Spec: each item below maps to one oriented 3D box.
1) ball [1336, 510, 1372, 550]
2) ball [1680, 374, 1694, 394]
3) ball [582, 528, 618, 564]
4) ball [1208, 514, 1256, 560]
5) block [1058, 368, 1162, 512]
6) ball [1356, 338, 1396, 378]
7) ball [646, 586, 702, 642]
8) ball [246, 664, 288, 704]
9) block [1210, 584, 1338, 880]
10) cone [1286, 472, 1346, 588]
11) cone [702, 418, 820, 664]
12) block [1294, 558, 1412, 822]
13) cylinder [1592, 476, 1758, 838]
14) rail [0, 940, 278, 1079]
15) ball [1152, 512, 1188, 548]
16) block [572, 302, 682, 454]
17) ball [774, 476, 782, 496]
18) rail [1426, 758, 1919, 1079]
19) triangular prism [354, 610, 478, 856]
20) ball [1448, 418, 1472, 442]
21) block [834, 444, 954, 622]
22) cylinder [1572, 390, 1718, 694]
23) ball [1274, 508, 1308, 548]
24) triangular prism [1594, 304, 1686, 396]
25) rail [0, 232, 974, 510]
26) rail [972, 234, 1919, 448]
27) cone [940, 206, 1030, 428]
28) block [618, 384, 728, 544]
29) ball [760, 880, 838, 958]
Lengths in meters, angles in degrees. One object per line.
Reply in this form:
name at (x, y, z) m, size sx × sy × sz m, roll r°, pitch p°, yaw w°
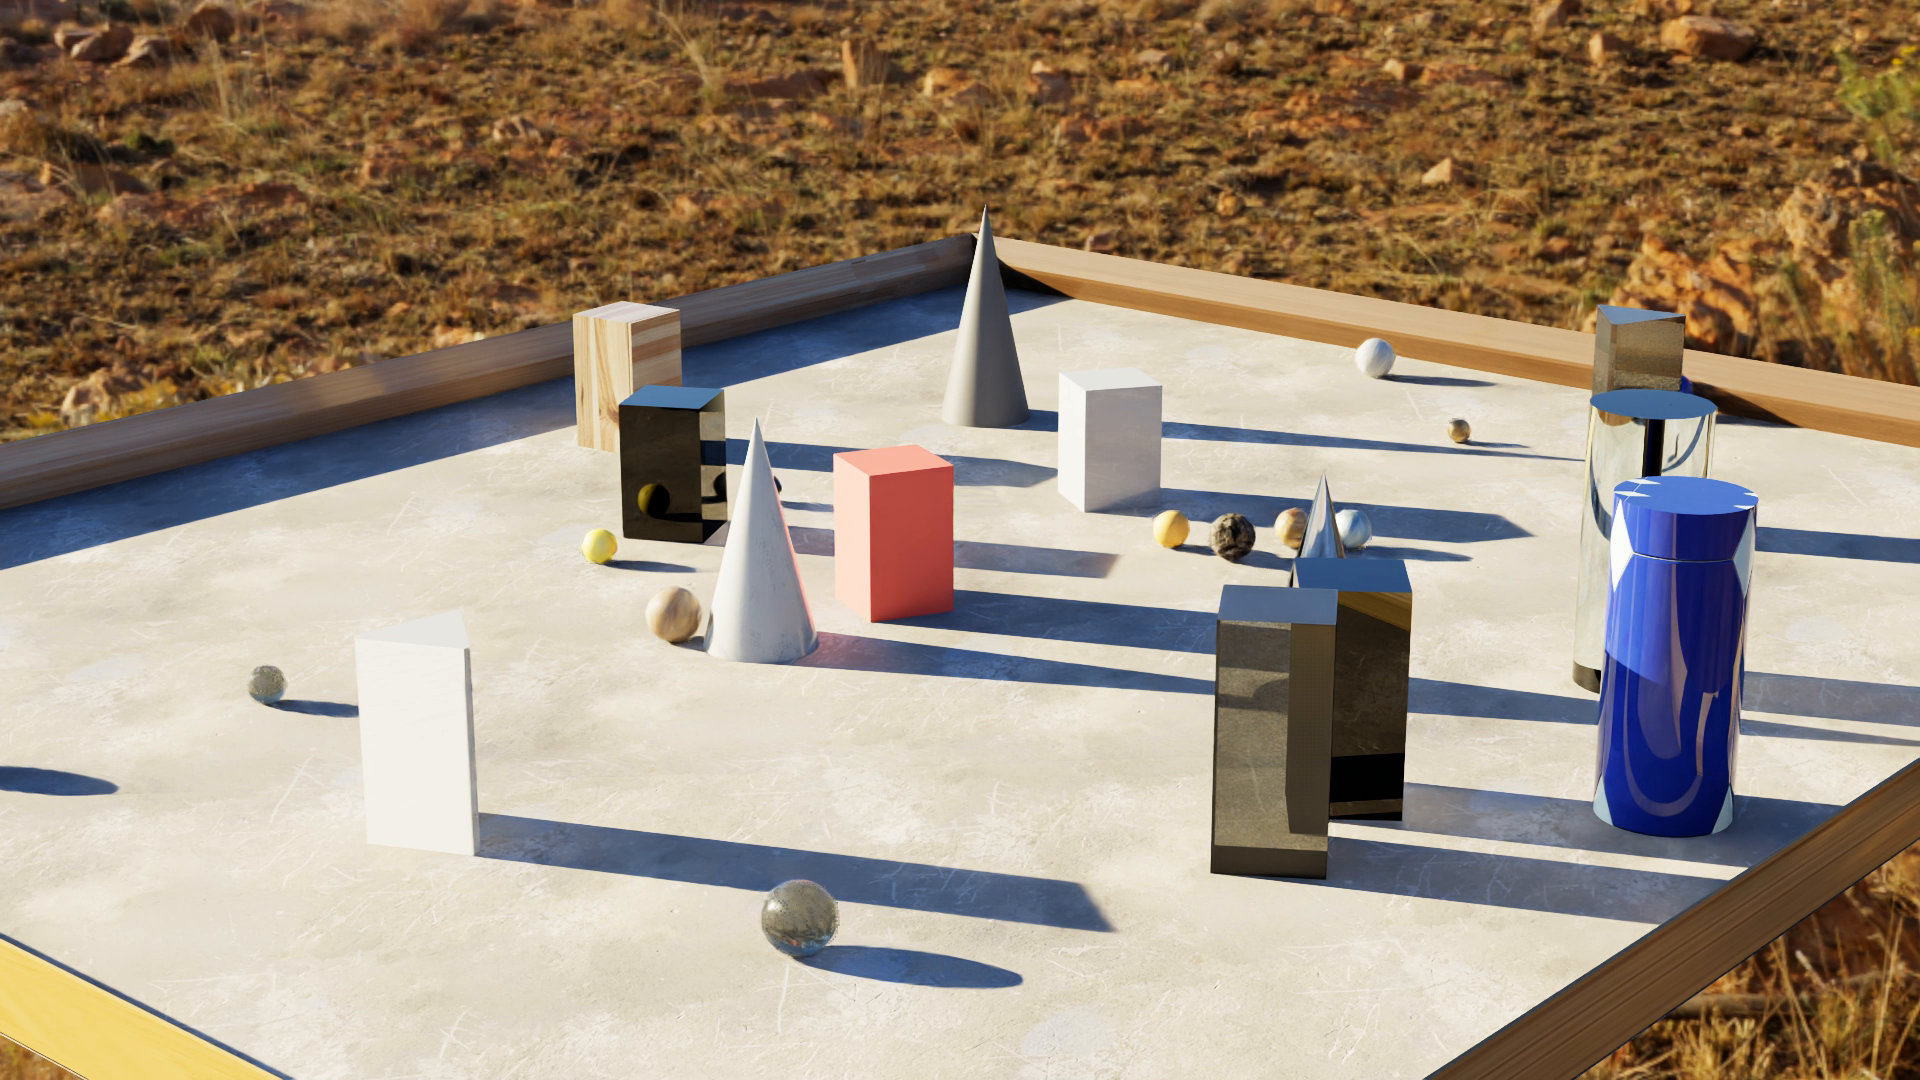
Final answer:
ball at (0.717, -0.019, 5.381) m, size 0.075 × 0.075 × 0.075 m, roll 0°, pitch 17°, yaw 0°
ball at (1.535, -0.316, 6.326) m, size 0.097 × 0.097 × 0.097 m, roll 0°, pitch 17°, yaw 0°
ball at (-0.651, 0.011, 5.303) m, size 0.063 × 0.063 × 0.063 m, roll 0°, pitch 17°, yaw 0°
ball at (0.493, -0.005, 5.319) m, size 0.085 × 0.085 × 0.085 m, roll 0°, pitch 17°, yaw 0°
block at (0.290, -0.196, 5.679) m, size 0.156 × 0.240 × 0.156 m, roll -5°, pitch 17°, yaw -16°
ball at (0.945, -0.414, 6.666) m, size 0.089 × 0.089 × 0.089 m, roll 0°, pitch 17°, yaw 0°
ball at (-0.476, 0.123, 4.876) m, size 0.094 × 0.094 × 0.094 m, roll 0°, pitch 17°, yaw 0°
ball at (-1.085, 0.226, 4.591) m, size 0.062 × 0.062 × 0.062 m, roll 0°, pitch 17°, yaw 0°
block at (0.425, 0.258, 3.967) m, size 0.156 × 0.360 × 0.156 m, roll 2°, pitch 17°, yaw 8°
cone at (0.568, 0.061, 4.625) m, size 0.194 × 0.359 × 0.194 m, roll 0°, pitch 17°, yaw 0°
cone at (-0.331, -0.015, 4.817) m, size 0.194 × 0.393 × 0.194 m, roll 0°, pitch 17°, yaw 0°
block at (0.551, 0.211, 4.164) m, size 0.156 × 0.338 × 0.156 m, roll 1°, pitch 17°, yaw 4°
cylinder at (0.998, 0.162, 4.100) m, size 0.194 × 0.468 × 0.194 m, roll 0°, pitch 17°, yaw 0°
rail at (-1.326, 0.473, 3.658) m, size 3.476 × 0.126 × 0.045 m, roll 14°, pitch 22°, yaw 39°
ball at (0.388, -0.019, 5.395) m, size 0.067 × 0.067 × 0.067 m, roll 0°, pitch 17°, yaw 0°
block at (-0.686, -0.335, 6.075) m, size 0.156 × 0.279 × 0.156 m, roll 11°, pitch 20°, yaw 33°
ball at (-0.376, -0.101, 5.678) m, size 0.060 × 0.060 × 0.060 m, roll 0°, pitch 17°, yaw 0°
rail at (1.294, 0.356, 4.044) m, size 0.045 × 0.126 × 4.093 m, roll 14°, pitch 22°, yaw 39°
triangular prism at (-0.721, 0.262, 4.062) m, size 0.168 × 0.299 × 0.146 m, roll 5°, pitch 17°, yaw 16°
ball at (1.042, -0.228, 6.118) m, size 0.049 × 0.049 × 0.049 m, roll 0°, pitch 17°, yaw 0°
block at (-0.114, -0.013, 5.043) m, size 0.156 × 0.259 × 0.156 m, roll -8°, pitch 18°, yaw -24°
cylinder at (1.080, 0.006, 4.637) m, size 0.194 × 0.456 × 0.194 m, roll 0°, pitch 17°, yaw 0°
ball at (0.615, -0.022, 5.395) m, size 0.072 × 0.072 × 0.072 m, roll 0°, pitch 17°, yaw 0°
triangular prism at (1.232, -0.228, 5.496) m, size 0.168 × 0.408 × 0.146 m, roll -9°, pitch 19°, yaw -26°
rail at (-1.294, -0.293, 6.196) m, size 0.045 × 0.126 × 4.093 m, roll 14°, pitch 22°, yaw 39°
rail at (1.326, -0.410, 6.583) m, size 3.476 × 0.126 × 0.045 m, roll 14°, pitch 22°, yaw 39°
cone at (0.055, -0.489, 6.263) m, size 0.194 × 0.466 × 0.194 m, roll 0°, pitch 17°, yaw 0°
block at (-0.535, -0.143, 5.477) m, size 0.156 × 0.257 × 0.156 m, roll 4°, pitch 17°, yaw 12°
ball at (-0.203, 0.477, 3.698) m, size 0.097 × 0.097 × 0.097 m, roll 0°, pitch 17°, yaw 0°
